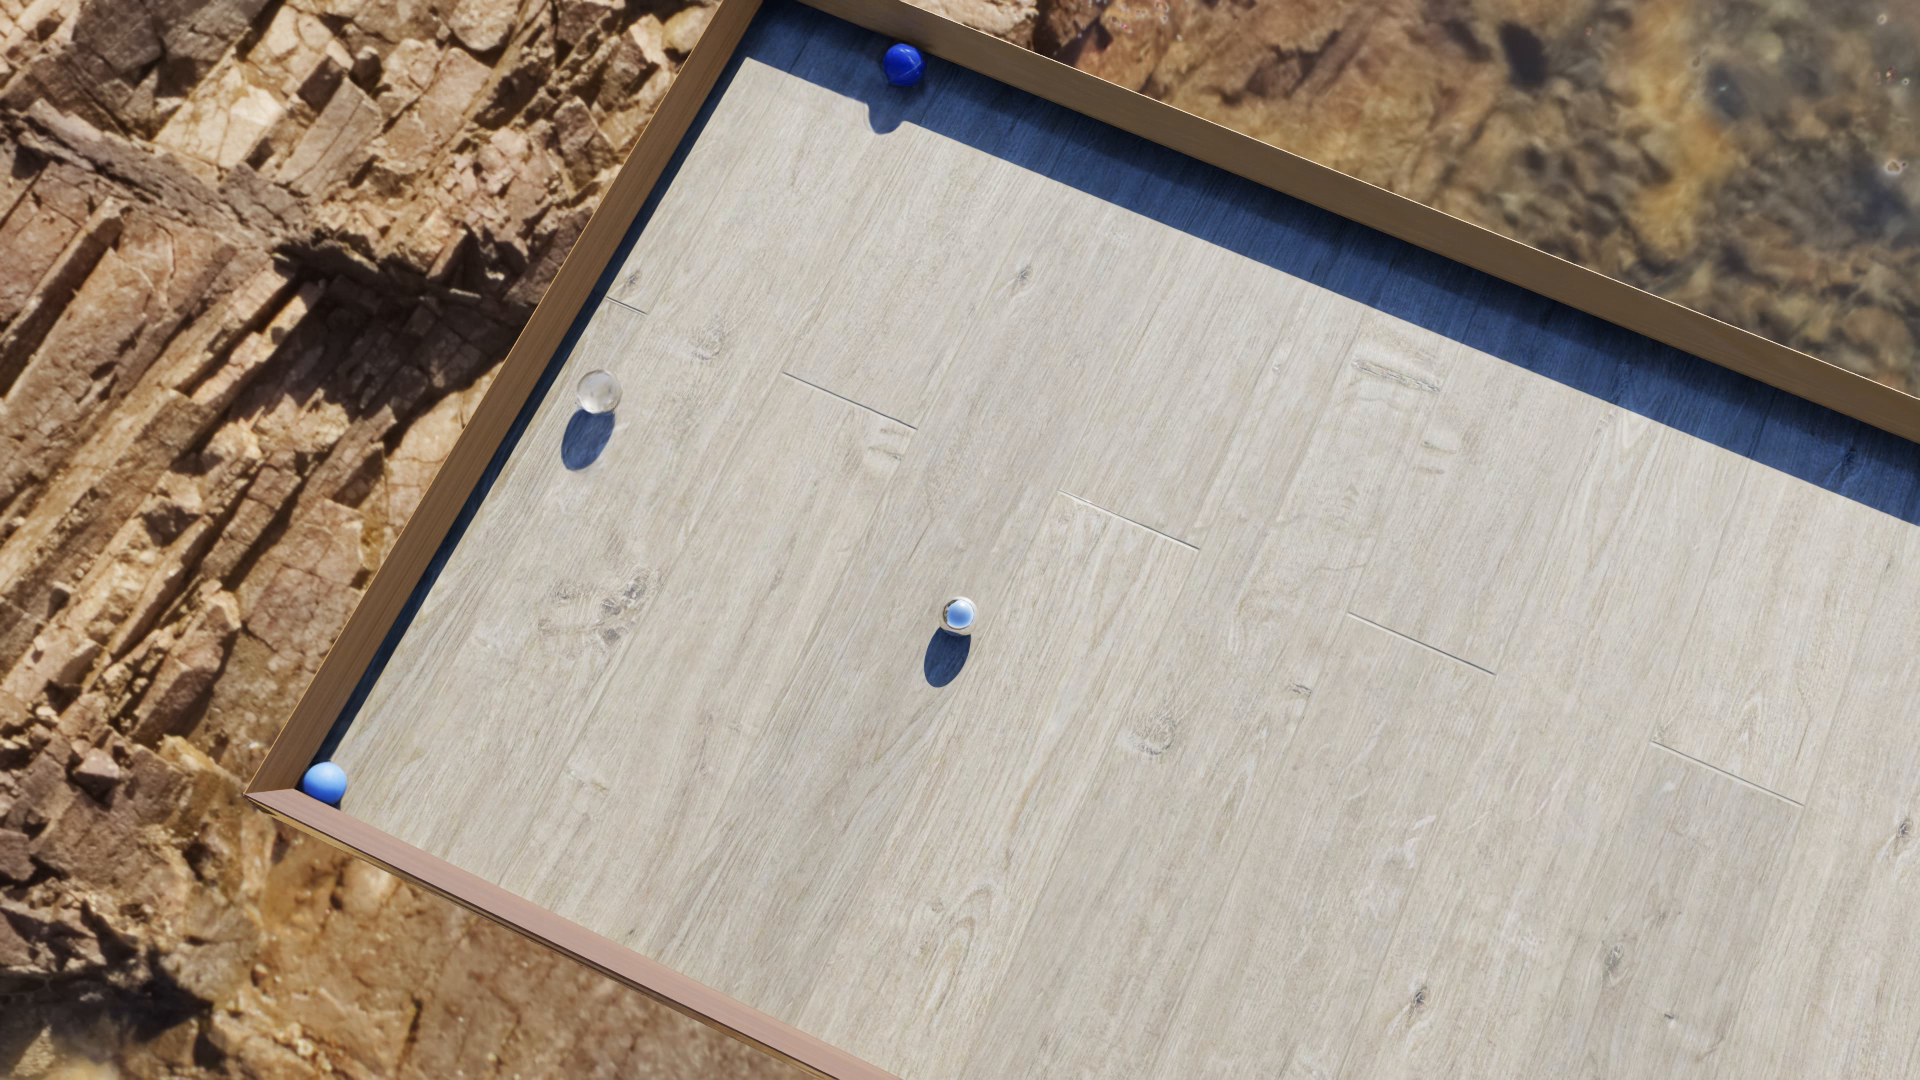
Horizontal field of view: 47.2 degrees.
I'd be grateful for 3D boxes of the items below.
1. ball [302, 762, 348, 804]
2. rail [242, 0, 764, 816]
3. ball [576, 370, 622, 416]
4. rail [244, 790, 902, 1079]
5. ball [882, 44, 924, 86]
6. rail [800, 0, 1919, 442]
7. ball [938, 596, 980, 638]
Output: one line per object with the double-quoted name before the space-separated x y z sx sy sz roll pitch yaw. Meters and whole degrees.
"ball" -0.964 0.370 3.338 0.065 0.065 0.065 0 68 0
"rail" -0.689 -0.303 3.589 0.045 0.097 1.685 23 70 9
"ball" -0.587 -0.240 3.576 0.075 0.075 0.075 0 68 0
"rail" 0.365 0.990 3.071 3.133 0.097 0.045 23 70 9
"ball" -0.098 -0.823 3.811 0.072 0.072 0.072 0 68 0
"rail" 1.056 -0.388 3.622 3.133 0.097 0.045 23 70 9
"ball" -0.002 0.120 3.438 0.065 0.065 0.065 0 68 0
